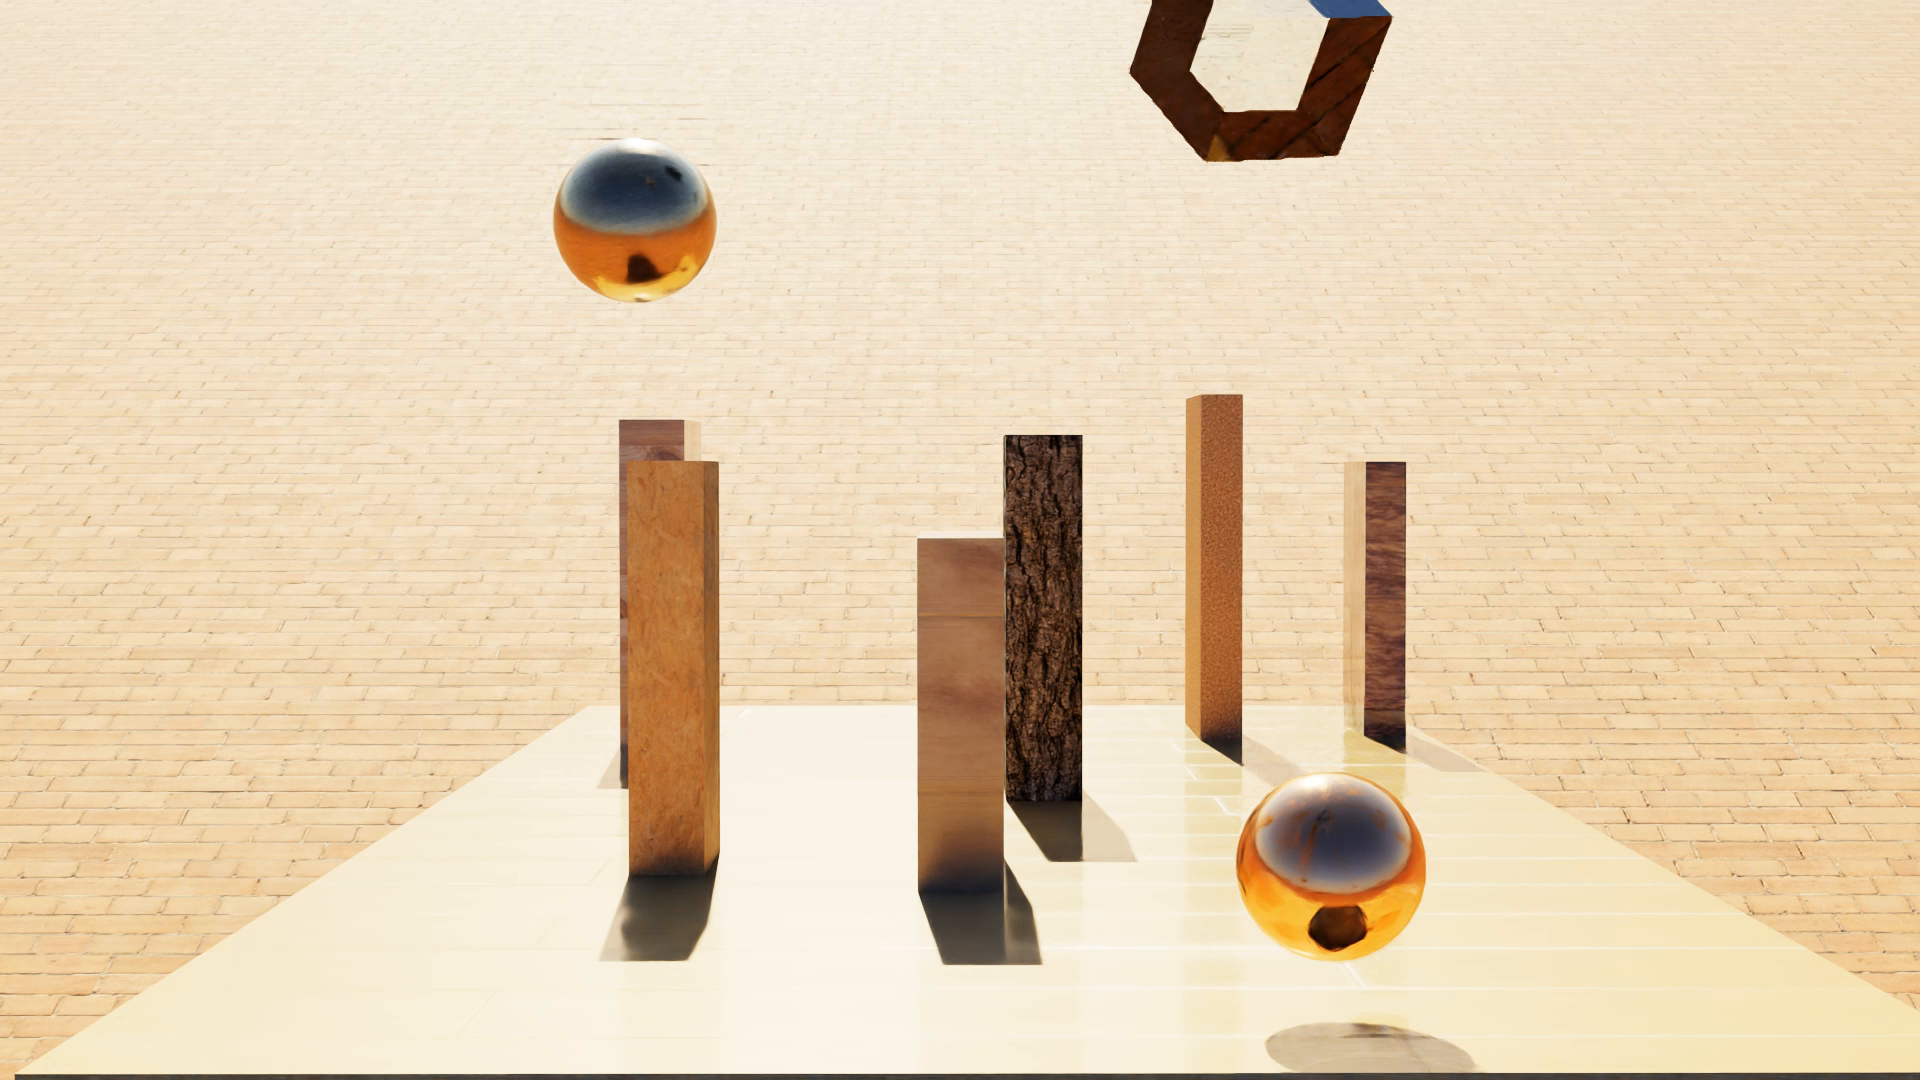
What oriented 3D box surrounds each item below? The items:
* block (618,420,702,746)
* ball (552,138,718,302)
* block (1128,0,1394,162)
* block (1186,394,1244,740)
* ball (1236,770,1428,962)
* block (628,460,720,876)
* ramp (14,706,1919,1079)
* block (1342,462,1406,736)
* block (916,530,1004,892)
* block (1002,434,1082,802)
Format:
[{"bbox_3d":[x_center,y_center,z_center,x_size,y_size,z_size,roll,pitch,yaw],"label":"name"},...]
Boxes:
[{"bbox_3d":[-0.670,0.087,5.795,0.143,0.710,0.368,0,2,0],"label":"block"},{"bbox_3d":[-0.288,-0.282,2.282,0.145,0.145,0.145,0,26,0],"label":"ball"},{"bbox_3d":[0.286,-0.475,2.474,0.156,0.156,0.156,-7,45,-28],"label":"block"},{"bbox_3d":[0.578,0.056,5.893,0.093,0.766,0.387,0,2,0],"label":"block"},{"bbox_3d":[0.406,0.357,2.822,0.208,0.208,0.208,0,26,0],"label":"ball"},{"bbox_3d":[-0.434,0.186,3.933,0.112,0.613,0.254,0,2,0],"label":"block"},{"bbox_3d":[0.058,0.525,4.563,2.000,0.100,4.000,0,2,0],"label":"ramp"},{"bbox_3d":[0.953,0.128,5.941,0.091,0.618,0.325,0,2,0],"label":"block"},{"bbox_3d":[0.000,0.243,3.869,0.123,0.503,0.414,0,2,0],"label":"block"},{"bbox_3d":[0.152,0.137,4.814,0.139,0.663,0.320,0,2,0],"label":"block"}]
